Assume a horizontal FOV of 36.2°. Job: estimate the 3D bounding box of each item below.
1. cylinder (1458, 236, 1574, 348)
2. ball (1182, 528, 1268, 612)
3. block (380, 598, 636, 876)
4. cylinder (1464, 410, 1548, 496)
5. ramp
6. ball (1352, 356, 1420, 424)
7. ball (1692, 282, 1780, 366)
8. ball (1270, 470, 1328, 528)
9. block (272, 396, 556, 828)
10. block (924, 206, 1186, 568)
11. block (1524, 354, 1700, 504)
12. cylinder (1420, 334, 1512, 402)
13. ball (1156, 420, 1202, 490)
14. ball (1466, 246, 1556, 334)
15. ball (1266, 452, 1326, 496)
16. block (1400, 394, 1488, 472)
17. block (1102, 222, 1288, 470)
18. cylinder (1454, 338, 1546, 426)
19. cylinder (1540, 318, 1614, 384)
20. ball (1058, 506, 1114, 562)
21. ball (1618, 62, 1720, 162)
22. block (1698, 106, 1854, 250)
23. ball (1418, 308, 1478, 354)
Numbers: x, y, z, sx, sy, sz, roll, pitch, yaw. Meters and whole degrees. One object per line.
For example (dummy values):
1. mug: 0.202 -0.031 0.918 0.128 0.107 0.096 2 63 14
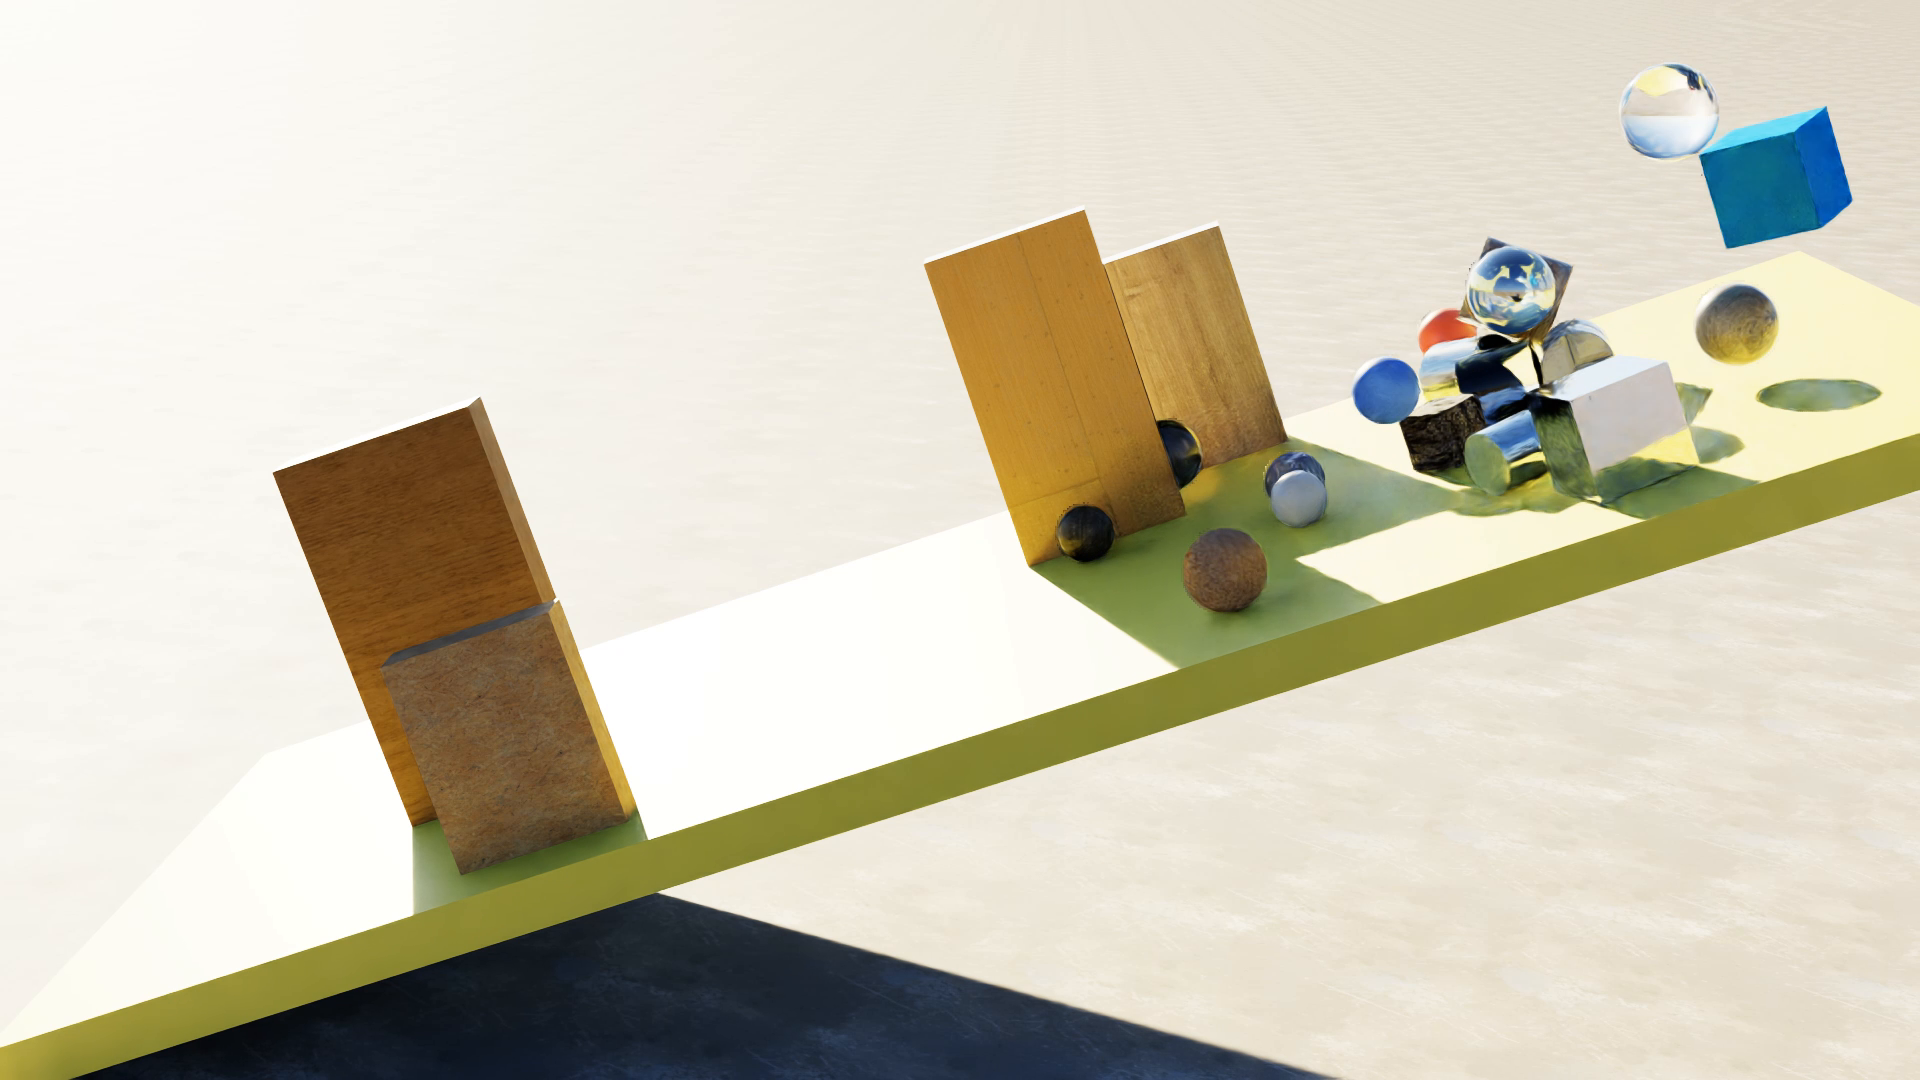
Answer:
1. cylinder: 1.228 -0.547 6.498 0.197 0.197 0.197 20 16 9
2. ball: 0.499 0.057 5.542 0.159 0.159 0.159 0 12 0
3. block: -0.856 0.374 5.595 0.340 0.429 0.117 -18 11 6
4. cylinder: 1.078 -0.171 5.751 0.129 0.129 0.129 -25 22 -26
5. ramp: 0.107 0.180 6.304 4.000 0.100 2.000 -18 11 6
6. ball: 0.884 -0.310 6.103 0.141 0.141 0.141 0 12 0
7. ball: 1.557 -0.432 5.900 0.168 0.168 0.168 0 12 0
8. ball: 0.694 -0.084 6.019 0.117 0.117 0.117 0 12 0
9. block: -1.065 0.150 6.092 0.429 0.794 0.130 -18 11 6
10. block: 0.212 -0.339 6.514 0.371 0.715 0.098 -18 11 6
11. block: 1.215 -0.209 5.493 0.205 0.205 0.205 -22 11 -9
12. cylinder: 1.136 -0.369 6.536 0.160 0.160 0.160 -9 1 -36
13. ball: 0.478 -0.194 6.803 0.168 0.168 0.168 0 12 0
14. ball: 1.162 -0.527 6.203 0.185 0.185 0.185 0 12 0
15. ball: 0.703 -0.122 6.166 0.126 0.126 0.126 0 12 0
16. block: 1.015 -0.224 6.146 0.121 0.121 0.121 -27 13 -35
17. block: 0.517 -0.435 6.942 0.366 0.537 0.099 -18 11 6
18. cylinder: 1.164 -0.332 6.311 0.164 0.164 0.164 -16 7 17
19. cylinder: 1.325 -0.384 6.308 0.156 0.156 0.156 2 15 9
20. ball: 0.273 -0.014 6.383 0.123 0.123 0.123 0 12 0
21. ball: 1.367 -0.824 5.674 0.191 0.191 0.191 0 12 0
22. block: 1.594 -0.707 5.745 0.195 0.195 0.195 -11 14 38
23. ball: 1.180 -0.490 7.114 0.144 0.144 0.144 0 12 0
